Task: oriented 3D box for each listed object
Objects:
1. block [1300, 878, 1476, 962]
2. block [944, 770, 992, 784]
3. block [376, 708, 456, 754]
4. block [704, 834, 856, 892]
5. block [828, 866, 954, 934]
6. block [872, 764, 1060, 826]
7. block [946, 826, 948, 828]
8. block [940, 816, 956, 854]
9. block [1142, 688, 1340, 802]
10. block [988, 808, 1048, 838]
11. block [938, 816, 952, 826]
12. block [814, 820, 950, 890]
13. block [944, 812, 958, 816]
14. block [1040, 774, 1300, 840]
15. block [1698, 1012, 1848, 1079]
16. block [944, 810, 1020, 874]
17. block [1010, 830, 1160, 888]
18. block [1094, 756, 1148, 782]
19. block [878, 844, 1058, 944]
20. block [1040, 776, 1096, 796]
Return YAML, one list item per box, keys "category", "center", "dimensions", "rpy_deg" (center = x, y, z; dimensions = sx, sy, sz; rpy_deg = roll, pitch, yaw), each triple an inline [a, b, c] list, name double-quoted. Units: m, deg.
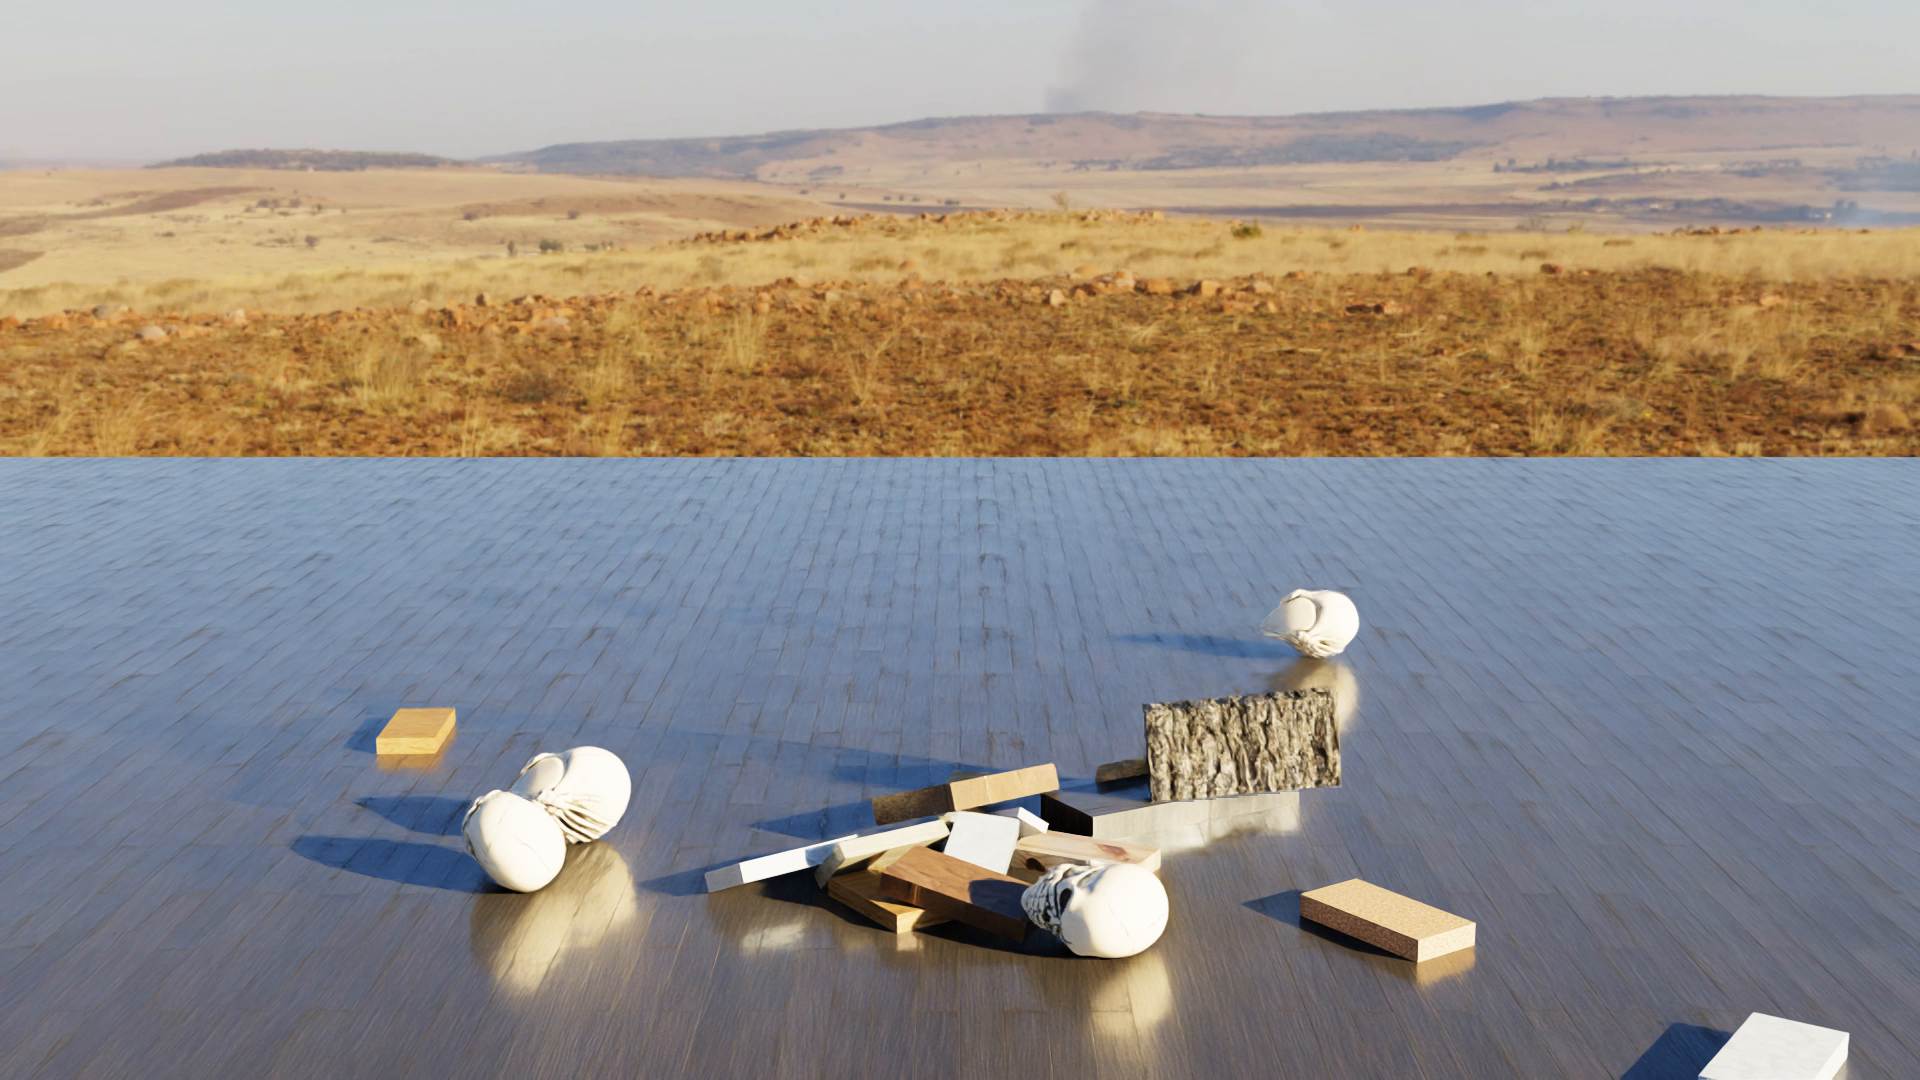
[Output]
- category: "block"
  center: [0.678, 0.603, 3.499]
  dimensions: [0.128, 0.036, 0.256]
  rpy_deg: [-7, 13, -35]
- category: "block"
  center: [0.008, 0.476, 4.224]
  dimensions: [0.075, 0.021, 0.149]
  rpy_deg: [3, 11, 14]
- category: "block"
  center: [-1.137, 0.399, 4.606]
  dimensions: [0.118, 0.033, 0.236]
  rpy_deg: [-1, 11, -3]
- category: "block"
  center: [-0.298, 0.545, 3.702]
  dimensions: [0.236, 0.033, 0.118]
  rpy_deg: [-8, -10, -38]
- category: "block"
  center: [-0.115, 0.587, 3.600]
  dimensions: [0.107, 0.030, 0.214]
  rpy_deg: [-7, 13, -33]
- category: "block"
  center: [0.014, 0.459, 3.974]
  dimensions: [0.172, 0.049, 0.345]
  rpy_deg: [-15, -7, 33]
- category: "block"
  center: [-0.004, 0.535, 3.814]
  dimensions: [0.054, 0.015, 0.109]
  rpy_deg: [-5, 34, -22]
- category: "block"
  center: [0.003, 0.514, 3.804]
  dimensions: [0.054, 0.015, 0.109]
  rpy_deg: [6, 23, 8]
- category: "block"
  center: [0.513, 0.373, 4.005]
  dimensions: [0.345, 0.172, 0.049]
  rpy_deg: [-5, 14, 0]
- category: "block"
  center: [0.088, 0.498, 3.849]
  dimensions: [0.066, 0.019, 0.131]
  rpy_deg: [34, -30, -26]
- category: "block"
  center: [0.009, 0.527, 3.886]
  dimensions: [0.066, 0.019, 0.131]
  rpy_deg: [-3, 23, -14]
- category: "block"
  center: [-0.131, 0.531, 3.719]
  dimensions: [0.214, 0.030, 0.107]
  rpy_deg: [-7, -31, -36]
- category: "block"
  center: [-0.008, 0.522, 3.984]
  dimensions: [0.066, 0.019, 0.131]
  rpy_deg: [3, 11, 15]
- category: "block"
  center: [0.395, 0.483, 4.114]
  dimensions: [0.469, 0.049, 0.172]
  rpy_deg: [-6, 12, -30]
- category: "block"
  center: [1.091, 0.706, 2.947]
  dimensions: [0.128, 0.036, 0.256]
  rpy_deg: [7, 13, 34]
- category: "block"
  center: [0.029, 0.534, 3.706]
  dimensions: [0.107, 0.030, 0.214]
  rpy_deg: [7, 27, 9]
- category: "block"
  center: [0.214, 0.548, 3.802]
  dimensions: [0.236, 0.033, 0.118]
  rpy_deg: [6, 12, 27]
- category: "block"
  center: [0.323, 0.455, 4.185]
  dimensions: [0.149, 0.075, 0.021]
  rpy_deg: [-6, 31, -31]
- category: "block"
  center: [0.013, 0.568, 3.540]
  dimensions: [0.256, 0.036, 0.128]
  rpy_deg: [16, 19, 21]
- category: "block"
  center: [0.237, 0.479, 4.207]
  dimensions: [0.149, 0.021, 0.075]
  rpy_deg: [-6, 12, -31]
